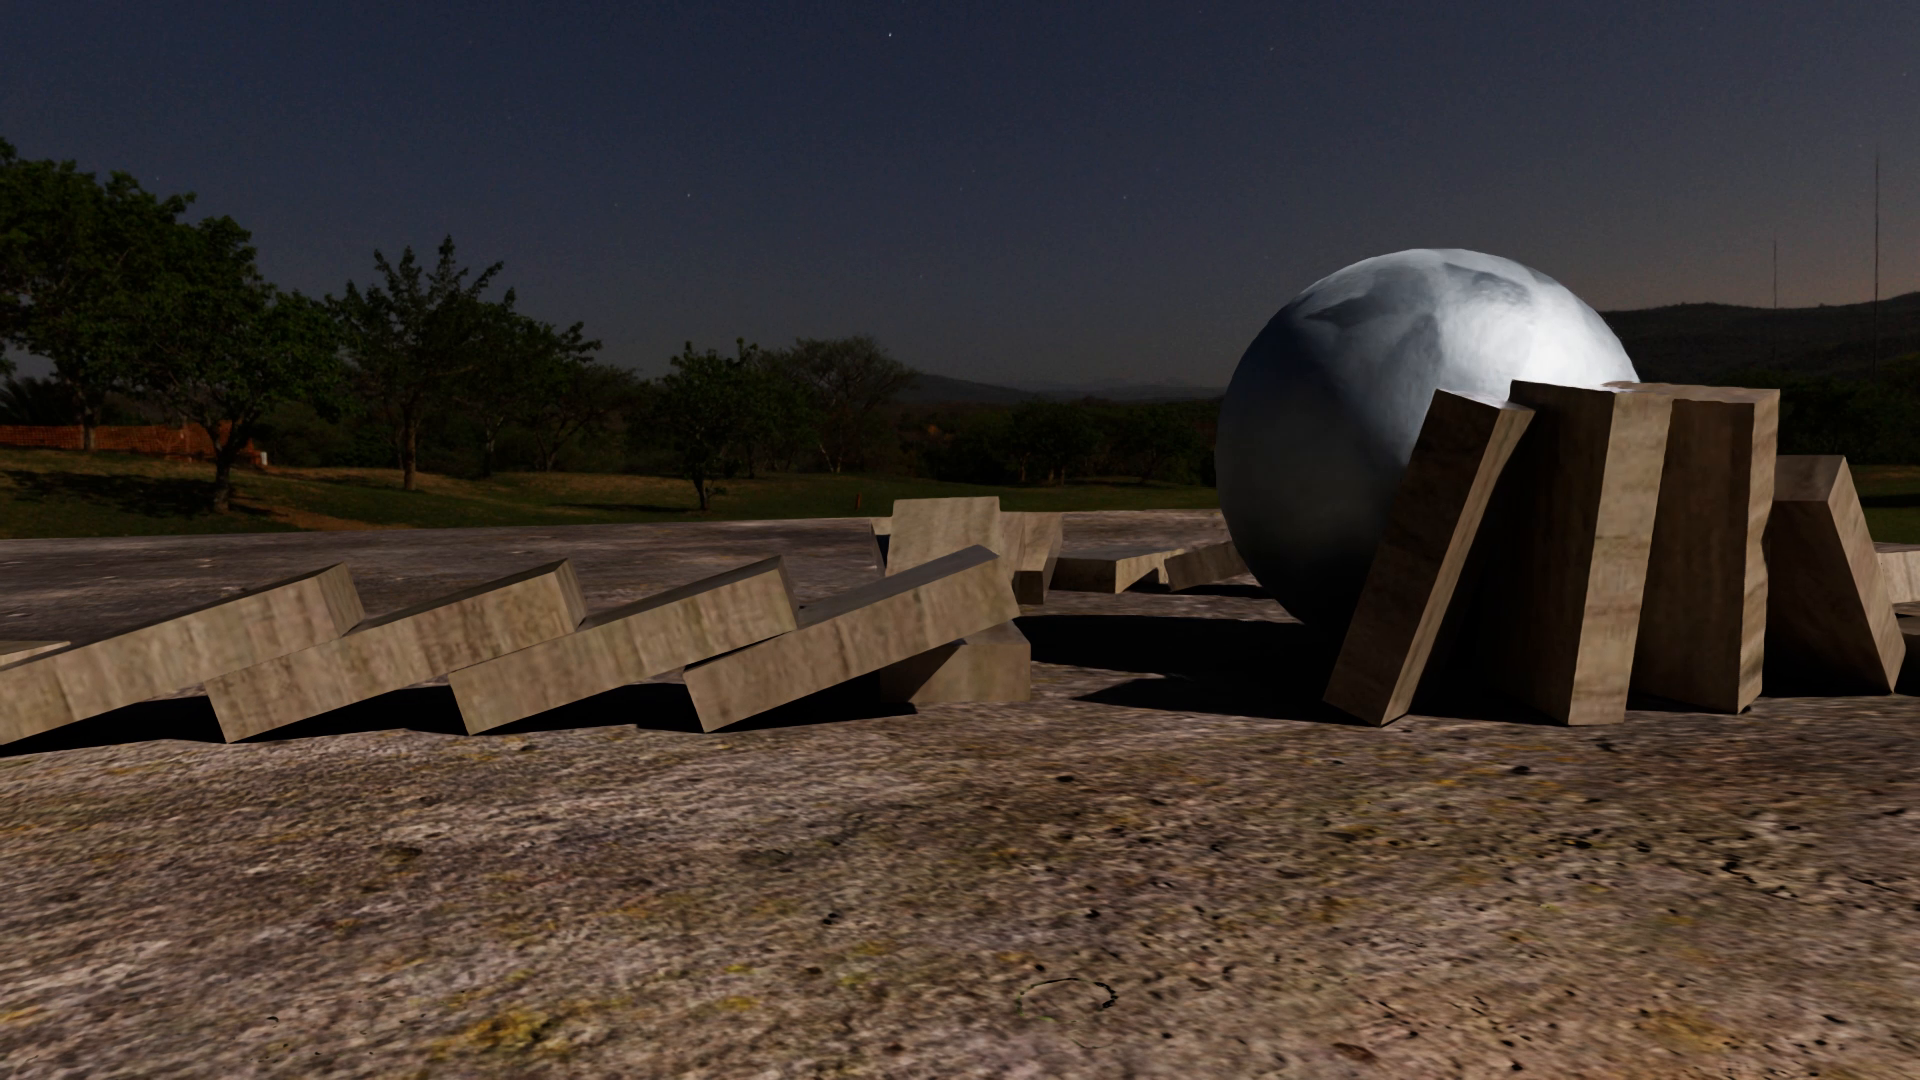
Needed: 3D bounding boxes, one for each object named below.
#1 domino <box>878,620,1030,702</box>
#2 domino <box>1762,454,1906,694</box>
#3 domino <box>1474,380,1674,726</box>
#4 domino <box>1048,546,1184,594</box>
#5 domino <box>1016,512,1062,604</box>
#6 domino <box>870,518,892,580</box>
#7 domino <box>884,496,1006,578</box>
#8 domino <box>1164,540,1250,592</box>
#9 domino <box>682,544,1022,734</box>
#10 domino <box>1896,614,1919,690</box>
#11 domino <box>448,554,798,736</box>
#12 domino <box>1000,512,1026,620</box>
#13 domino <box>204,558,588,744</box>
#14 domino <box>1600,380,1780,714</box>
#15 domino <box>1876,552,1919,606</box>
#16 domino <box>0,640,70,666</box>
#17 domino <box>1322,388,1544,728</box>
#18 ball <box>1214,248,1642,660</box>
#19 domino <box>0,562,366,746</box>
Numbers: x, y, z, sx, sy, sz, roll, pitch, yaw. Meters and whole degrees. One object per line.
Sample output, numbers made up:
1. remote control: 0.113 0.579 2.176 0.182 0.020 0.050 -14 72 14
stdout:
1. domino: -0.002 0.020 0.236 0.025 0.010 0.050 0 4 -4
2. domino: 0.139 0.006 0.217 0.025 0.010 0.050 5 -36 51
3. domino: 0.095 0.001 0.201 0.009 0.050 0.025 1 11 -11
4. domino: 0.047 0.008 0.392 0.025 0.009 0.050 3 5 32
5. domino: 0.014 0.004 0.364 0.025 0.010 0.050 1 19 10
6. domino: -0.006 0.007 0.303 0.025 0.009 0.050 -5 22 -8
7. domino: -0.003 0.004 0.286 0.025 0.010 0.050 -2 22 0
8. domino: 0.085 0.003 0.367 0.050 0.009 0.025 -16 -2 17
9. domino: -0.017 0.015 0.203 0.050 0.009 0.025 -20 6 -5
10. domino: 0.177 0.021 0.227 0.025 0.009 0.050 -1 5 -18
11. domino: -0.051 0.015 0.201 0.050 0.010 0.025 -18 6 -5
12. domino: 0.003 0.006 0.331 0.025 0.009 0.050 0 21 6
13. domino: -0.085 0.016 0.198 0.050 0.009 0.025 -18 8 -10
14. domino: 0.115 0.001 0.207 0.009 0.050 0.025 -21 21 -36
15. domino: 0.173 0.012 0.267 0.025 0.010 0.050 -2 -10 -25
16. domino: -0.163 0.024 0.191 0.025 0.010 0.050 0 4 2
17. domino: 0.073 0.002 0.199 0.009 0.050 0.025 26 18 33
18. ball: 0.091 -0.016 0.251 0.080 0.080 0.080 0 4 0
19. domino: -0.117 0.017 0.190 0.050 0.009 0.025 -19 9 -14
